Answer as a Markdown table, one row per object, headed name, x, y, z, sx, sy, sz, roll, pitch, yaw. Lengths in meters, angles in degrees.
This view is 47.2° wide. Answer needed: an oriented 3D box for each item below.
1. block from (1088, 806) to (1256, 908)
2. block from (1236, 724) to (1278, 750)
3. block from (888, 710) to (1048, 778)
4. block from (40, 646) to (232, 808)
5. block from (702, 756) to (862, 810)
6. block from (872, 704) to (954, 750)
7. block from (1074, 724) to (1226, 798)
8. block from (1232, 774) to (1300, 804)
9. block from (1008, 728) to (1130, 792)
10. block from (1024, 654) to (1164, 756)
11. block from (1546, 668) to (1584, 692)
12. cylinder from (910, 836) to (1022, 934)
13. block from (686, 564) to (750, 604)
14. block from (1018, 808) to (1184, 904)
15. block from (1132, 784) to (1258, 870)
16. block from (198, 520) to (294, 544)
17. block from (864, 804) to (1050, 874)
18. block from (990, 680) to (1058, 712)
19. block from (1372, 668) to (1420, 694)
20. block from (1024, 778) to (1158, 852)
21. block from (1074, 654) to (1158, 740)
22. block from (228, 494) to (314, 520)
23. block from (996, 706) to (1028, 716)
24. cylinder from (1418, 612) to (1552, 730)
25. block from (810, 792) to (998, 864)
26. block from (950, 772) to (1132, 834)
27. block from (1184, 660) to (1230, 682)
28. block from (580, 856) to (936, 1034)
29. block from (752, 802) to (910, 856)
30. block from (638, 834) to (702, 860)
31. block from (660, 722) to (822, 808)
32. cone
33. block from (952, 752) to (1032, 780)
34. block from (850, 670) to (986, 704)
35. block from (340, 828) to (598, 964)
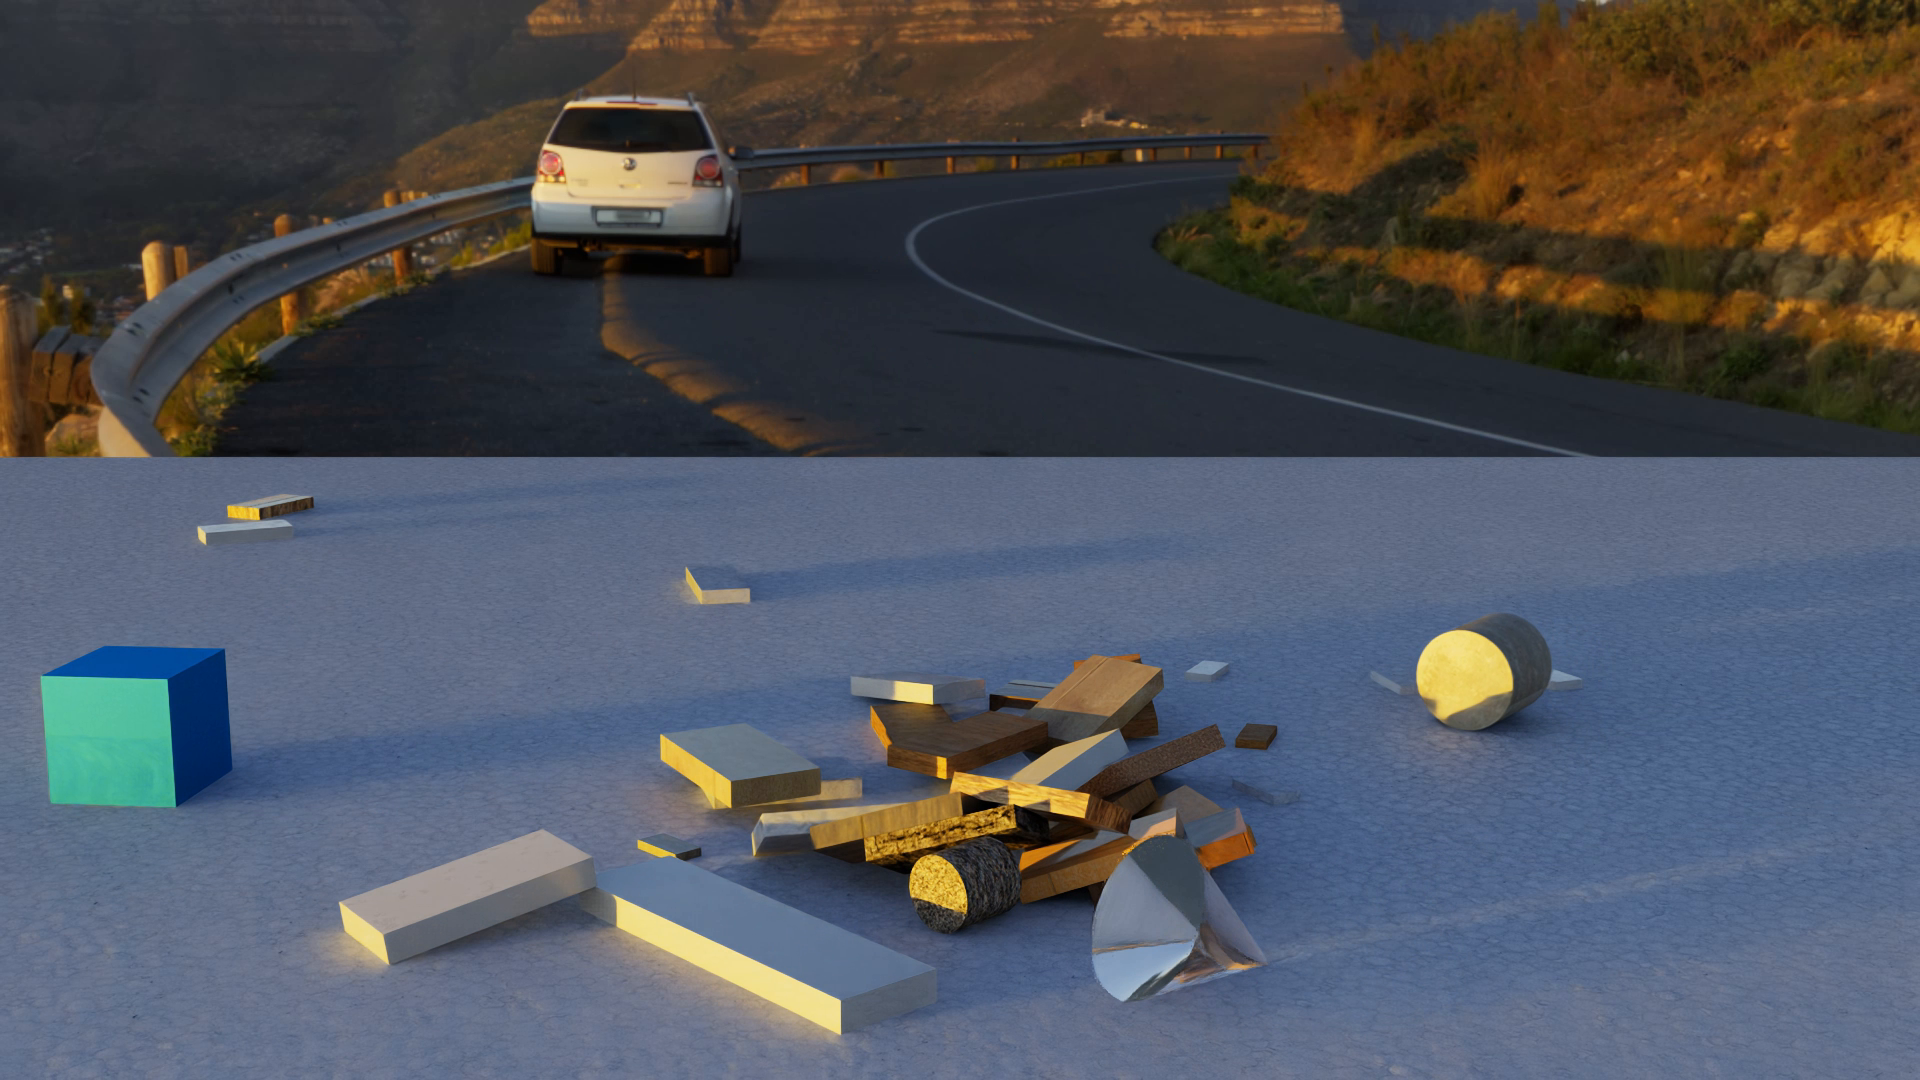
| name | x | y | z | sx | sy | sz | roll | pitch | yaw |
| --- | --- | --- | --- | --- | --- | --- | --- | --- | --- |
| block | 0.345 | 0.525 | 3.659 | 0.276 | 0.039 | 0.138 | -19 | 10 | 4 |
| block | 0.619 | 0.410 | 4.589 | 0.064 | 0.018 | 0.129 | 3 | 11 | 18 |
| block | 0.018 | 0.402 | 4.342 | 0.145 | 0.041 | 0.331 | 8 | 13 | 37 |
| block | -1.585 | 0.356 | 4.248 | 0.248 | 0.248 | 0.248 | 1 | 11 | 6 |
| block | -0.344 | 0.465 | 4.229 | 0.285 | 0.040 | 0.143 | -3 | 11 | -16 |
| block | -0.089 | 0.399 | 4.585 | 0.147 | 0.042 | 0.293 | -2 | 11 | -11 |
| block | 0.344 | 0.432 | 4.166 | 0.169 | 0.048 | 0.338 | -29 | -10 | 37 |
| block | 0.587 | 0.478 | 4.220 | 0.064 | 0.018 | 0.129 | -6 | 12 | -30 |
| block | 0.143 | 0.445 | 3.982 | 0.169 | 0.048 | 0.338 | -22 | 4 | 43 |
| block | 0.267 | 0.348 | 4.574 | 0.169 | 0.048 | 0.338 | 10 | 30 | 33 |
| block | 1.356 | 0.318 | 5.075 | 0.076 | 0.022 | 0.152 | -5 | 12 | -24 |
| cylinder | 0.009 | 0.552 | 3.524 | 0.127 | 0.127 | 0.127 | 10 | 14 | 42 |
| block | -0.672 | 0.122 | 6.089 | 0.132 | 0.037 | 0.339 | -3 | 11 | -14 |
| block | 0.234 | 0.524 | 3.656 | 0.276 | 0.039 | 0.138 | -18 | 10 | 10 |
| block | 0.395 | 0.509 | 3.837 | 0.138 | 0.039 | 0.276 | -25 | 15 | -13 |
| block | -2.234 | -0.025 | 6.878 | 0.264 | 0.037 | 0.132 | -6 | 12 | -28 |
| block | -0.004 | 0.499 | 3.660 | 0.276 | 0.039 | 0.138 | -16 | -23 | 22 |
| block | 0.226 | 0.356 | 4.819 | 0.290 | 0.041 | 0.145 | 5 | 11 | 24 |
| block | 1.011 | 0.324 | 5.043 | 0.076 | 0.022 | 0.152 | -3 | 11 | -14 |
| block | 0.235 | 0.498 | 3.888 | 0.138 | 0.039 | 0.276 | -27 | -4 | 29 |
| block | 0.331 | 0.336 | 4.691 | 0.145 | 0.041 | 0.290 | -7 | 25 | 0 |
| block | -2.300 | -0.111 | 7.343 | 0.132 | 0.037 | 0.264 | 5 | 12 | 24 |
| block | 0.134 | 0.381 | 4.753 | 0.112 | 0.016 | 0.056 | 5 | 11 | 24 |
| cylinder | 1.130 | 0.282 | 4.737 | 0.216 | 0.216 | 0.216 | 8 | 13 | 35 |
| block | -0.093 | 0.487 | 3.710 | 0.285 | 0.040 | 0.143 | -16 | -23 | 22 |
| block | 0.135 | 0.440 | 3.680 | 0.276 | 0.039 | 0.138 | 5 | -15 | 38 |
| block | 0.579 | 0.307 | 5.142 | 0.064 | 0.018 | 0.129 | 5 | 12 | 25 |
| block | -0.328 | 0.614 | 3.401 | 0.180 | 0.051 | 0.685 | -9 | 14 | -41 |
| block | -0.211 | 0.504 | 3.834 | 0.285 | 0.040 | 0.143 | -3 | -21 | -14 |
| block | -0.512 | 0.543 | 3.879 | 0.056 | 0.016 | 0.112 | -10 | 14 | -43 |
| block | -0.422 | 0.426 | 4.191 | 0.180 | 0.051 | 0.359 | -6 | 12 | -28 |
| cone | 0.374 | 0.602 | 3.299 | 0.251 | 0.251 | 0.251 | 25 | -3 | -29 |
| block | 0.078 | 0.464 | 4.233 | 0.147 | 0.042 | 0.304 | -2 | 11 | -13 |
| block | -0.095 | 0.325 | 4.858 | 0.147 | 0.042 | 0.293 | -4 | 3 | -39 |
| block | -0.784 | 0.566 | 3.518 | 0.359 | 0.051 | 0.180 | -17 | 19 | -34 |
